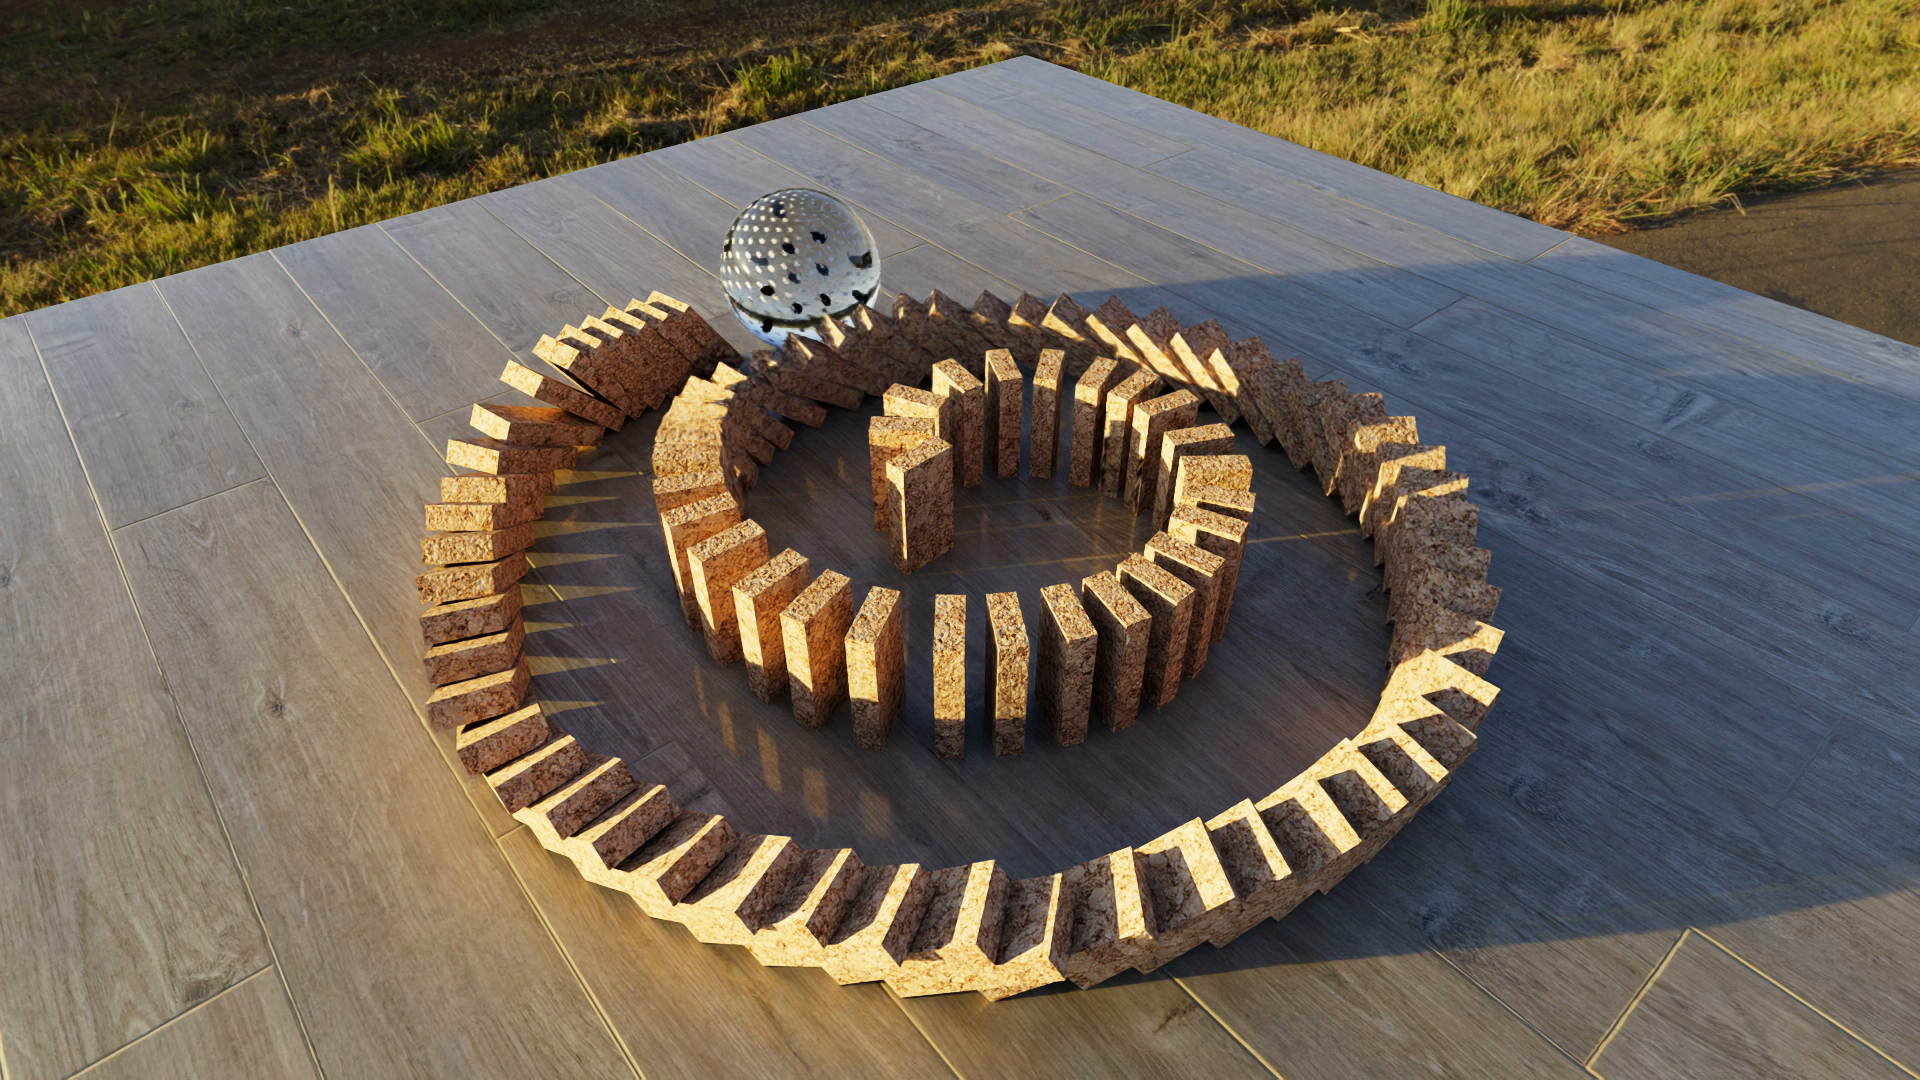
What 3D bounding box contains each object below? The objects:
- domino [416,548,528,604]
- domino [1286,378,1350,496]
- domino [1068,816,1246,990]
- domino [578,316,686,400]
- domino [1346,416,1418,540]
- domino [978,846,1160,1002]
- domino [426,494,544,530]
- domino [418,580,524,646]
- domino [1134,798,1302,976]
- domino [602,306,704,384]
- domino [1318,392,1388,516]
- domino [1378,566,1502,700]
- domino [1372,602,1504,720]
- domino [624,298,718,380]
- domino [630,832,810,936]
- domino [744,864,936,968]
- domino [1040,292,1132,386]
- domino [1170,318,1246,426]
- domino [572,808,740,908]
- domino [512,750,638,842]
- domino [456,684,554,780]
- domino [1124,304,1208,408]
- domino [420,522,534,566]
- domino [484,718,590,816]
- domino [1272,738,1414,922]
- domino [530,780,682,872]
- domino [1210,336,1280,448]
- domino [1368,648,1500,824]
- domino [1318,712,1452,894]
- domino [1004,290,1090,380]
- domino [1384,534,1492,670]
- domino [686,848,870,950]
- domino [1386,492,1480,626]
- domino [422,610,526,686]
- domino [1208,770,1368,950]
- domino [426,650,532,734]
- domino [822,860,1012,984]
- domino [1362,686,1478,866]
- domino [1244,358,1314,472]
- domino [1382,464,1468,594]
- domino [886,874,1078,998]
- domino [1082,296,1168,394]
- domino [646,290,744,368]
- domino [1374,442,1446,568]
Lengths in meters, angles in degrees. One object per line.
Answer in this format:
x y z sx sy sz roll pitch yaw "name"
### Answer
-0.180 0.013 0.409 0.025 0.010 0.050 -6 9 -8 "domino"
0.164 -0.045 0.481 0.025 0.009 0.050 -11 69 -13 "domino"
0.050 0.100 0.301 0.050 0.009 0.025 -31 41 12 "domino"
-0.154 -0.085 0.518 0.025 0.050 0.009 26 80 28 "domino"
0.176 -0.026 0.453 0.025 0.010 0.050 -1 75 -4 "domino"
0.027 0.104 0.298 0.050 0.010 0.025 -25 36 17 "domino"
-0.188 -0.011 0.437 0.025 0.010 0.050 0 7 1 "domino"
-0.173 0.025 0.392 0.025 0.009 0.050 -12 10 -13 "domino"
0.066 0.096 0.306 0.050 0.010 0.025 -34 41 9 "domino"
-0.146 -0.091 0.525 0.025 0.050 0.010 27 81 28 "domino"
0.171 -0.037 0.466 0.025 0.010 0.050 -7 76 -11 "domino"
0.166 0.036 0.380 0.025 0.009 0.050 20 74 21 "domino"
0.158 0.048 0.365 0.025 0.010 0.050 25 75 25 "domino"
-0.137 -0.095 0.531 0.025 0.050 0.009 26 80 28 "domino"
-0.068 0.095 0.308 0.050 0.009 0.025 -9 30 42 "domino"
-0.033 0.102 0.299 0.050 0.009 0.025 -14 29 35 "domino"
0.065 -0.099 0.544 0.050 0.010 0.025 37 41 -6 "domino"
0.124 -0.080 0.523 0.025 0.009 0.050 -25 74 -27 "domino"
-0.089 0.089 0.316 0.050 0.010 0.025 -6 27 45 "domino"
-0.118 0.075 0.330 0.025 0.010 0.050 -36 17 -33 "domino"
-0.145 0.060 0.349 0.025 0.010 0.050 -26 13 -21 "domino"
0.106 -0.089 0.533 0.025 0.009 0.050 -36 81 -35 "domino"
-0.184 0.001 0.422 0.025 0.009 0.050 -4 7 -5 "domino"
-0.132 0.068 0.338 0.025 0.009 0.050 -31 15 -26 "domino"
0.103 0.084 0.320 0.050 0.010 0.025 -41 50 3 "domino"
-0.105 0.082 0.323 0.025 0.009 0.050 -37 18 -36 "domino"
0.140 -0.069 0.511 0.025 0.009 0.050 -20 71 -22 "domino"
0.146 0.062 0.350 0.025 0.010 0.050 34 79 34 "domino"
0.117 0.078 0.327 0.050 0.010 0.025 -42 50 2 "domino"
0.047 -0.101 0.546 0.050 0.010 0.025 34 40 -10 "domino"
0.171 0.025 0.394 0.025 0.009 0.050 15 72 18 "domino"
-0.051 0.099 0.304 0.050 0.009 0.025 -13 28 37 "domino"
0.177 0.009 0.411 0.025 0.009 0.050 11 75 13 "domino"
-0.167 0.037 0.380 0.025 0.009 0.050 -12 11 -14 "domino"
0.086 0.090 0.312 0.050 0.010 0.025 -36 47 7 "domino"
-0.158 0.049 0.363 0.025 0.009 0.050 -15 10 -15 "domino"
-0.012 0.103 0.297 0.050 0.009 0.025 -19 31 28 "domino"
0.131 0.072 0.338 0.050 0.010 0.025 -44 51 -5 "domino"
0.152 -0.057 0.496 0.025 0.010 0.050 -17 69 -20 "domino"
0.180 -0.002 0.425 0.025 0.009 0.050 10 75 9 "domino"
0.005 0.106 0.295 0.050 0.009 0.025 -18 32 27 "domino"
0.086 -0.096 0.541 0.050 0.009 0.025 44 48 2 "domino"
-0.129 -0.101 0.537 0.025 0.050 0.010 26 80 28 "domino"
0.179 -0.013 0.438 0.025 0.010 0.050 4 75 5 "domino"
